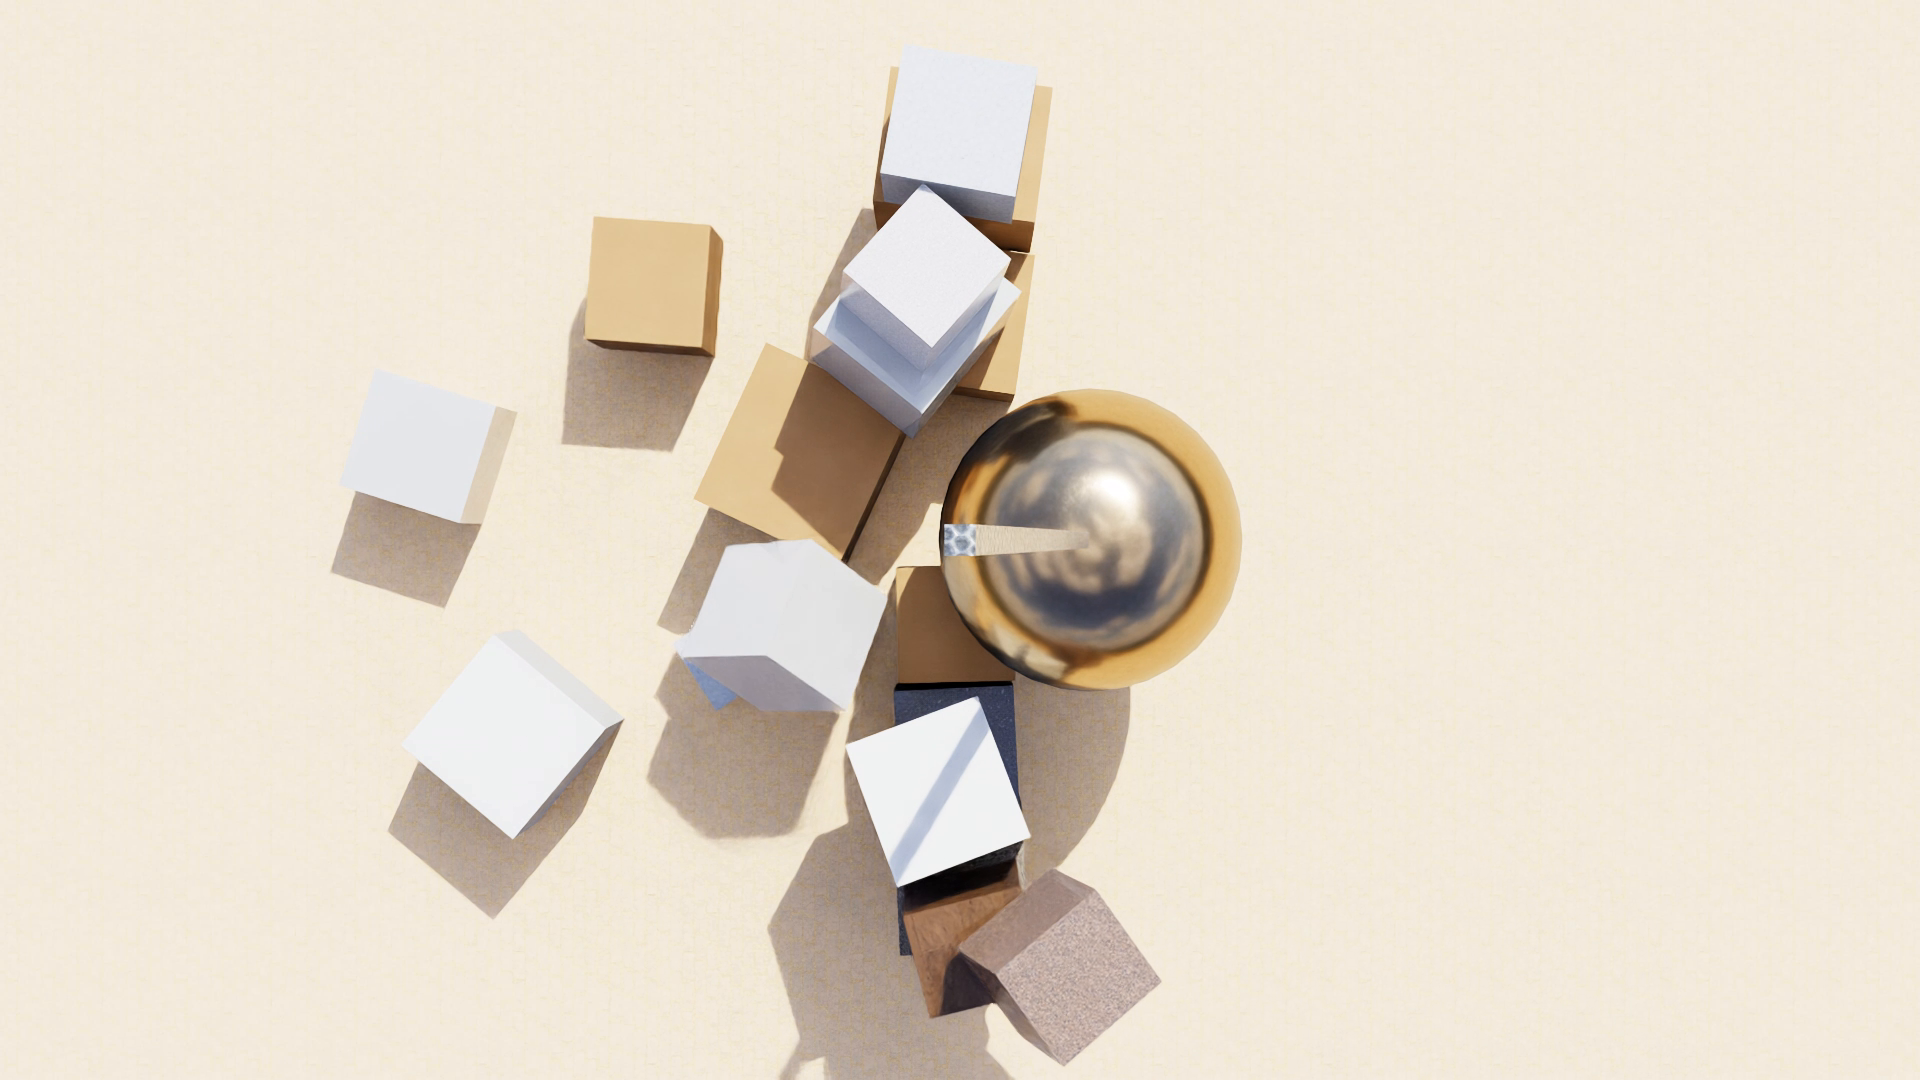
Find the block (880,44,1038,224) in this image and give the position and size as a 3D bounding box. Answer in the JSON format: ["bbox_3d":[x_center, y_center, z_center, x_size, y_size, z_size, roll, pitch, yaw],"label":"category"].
[{"bbox_3d":[-0.004,-2.061,11.226,0.677,0.649,0.661,10,86,0],"label":"block"}]

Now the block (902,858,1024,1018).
[{"bbox_3d":[0.076,2.153,11.934,0.640,0.605,0.579,-14,96,1],"label":"block"}]

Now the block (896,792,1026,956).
[{"bbox_3d":[0.004,1.893,12.628,0.719,0.745,0.813,-3,90,0],"label":"block"}]

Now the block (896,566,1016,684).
[{"bbox_3d":[-0.024,0.470,12.636,0.653,0.728,0.644,-1,90,0],"label":"block"}]

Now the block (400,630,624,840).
[{"bbox_3d":[-2.555,1.100,12.650,0.820,0.700,0.809,40,90,0],"label":"block"}]

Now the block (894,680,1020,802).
[{"bbox_3d":[-0.020,1.158,12.664,0.673,0.671,0.655,-3,90,0],"label":"block"}]

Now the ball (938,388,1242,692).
[{"bbox_3d":[0.683,0.000,11.586,1.600,1.600,1.600,0,90,0],"label":"ball"}]

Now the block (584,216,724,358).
[{"bbox_3d":[-1.751,-1.447,12.658,0.660,0.684,0.687,4,90,0],"label":"block"}]

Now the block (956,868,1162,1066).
[{"bbox_3d":[0.501,2.188,11.329,0.663,0.642,0.613,-38,102,-13],"label":"block"}]

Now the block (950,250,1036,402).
[{"bbox_3d":[-0.063,-1.260,12.623,0.863,0.755,0.784,8,90,0],"label":"block"}]

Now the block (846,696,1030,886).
[{"bbox_3d":[-0.115,1.363,11.882,0.741,0.773,0.785,-20,83,-2],"label":"block"}]

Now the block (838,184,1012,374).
[{"bbox_3d":[-0.188,-1.320,11.173,0.580,0.590,0.604,41,80,1],"label":"block"}]

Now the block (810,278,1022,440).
[{"bbox_3d":[-0.252,-1.152,11.810,0.723,0.726,0.839,38,80,1],"label":"block"}]

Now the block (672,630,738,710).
[{"bbox_3d":[-1.326,0.656,12.803,0.472,0.393,0.465,-33,90,0],"label":"block"}]

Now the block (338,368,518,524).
[{"bbox_3d":[-3.057,-0.532,12.694,0.712,0.611,0.691,17,90,0],"label":"block"}]

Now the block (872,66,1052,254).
[{"bbox_3d":[0.014,-2.054,11.975,0.863,0.845,0.724,8,86,0],"label":"block"}]

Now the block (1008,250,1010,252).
[{"bbox_3d":[-0.003,-2.010,12.688,0.625,0.584,0.621,3,86,0],"label":"block"}]

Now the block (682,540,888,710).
[{"bbox_3d":[-0.963,0.482,12.173,0.655,0.699,0.706,39,60,-38],"label":"block"}]

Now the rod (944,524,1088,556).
[{"bbox_3d":[0.296,0.000,8.208,0.080,5.200,0.080,0,90,7],"label":"rod"}]

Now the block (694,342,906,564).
[{"bbox_3d":[-0.870,-0.472,12.557,0.882,0.886,0.952,25,90,0],"label":"block"}]
